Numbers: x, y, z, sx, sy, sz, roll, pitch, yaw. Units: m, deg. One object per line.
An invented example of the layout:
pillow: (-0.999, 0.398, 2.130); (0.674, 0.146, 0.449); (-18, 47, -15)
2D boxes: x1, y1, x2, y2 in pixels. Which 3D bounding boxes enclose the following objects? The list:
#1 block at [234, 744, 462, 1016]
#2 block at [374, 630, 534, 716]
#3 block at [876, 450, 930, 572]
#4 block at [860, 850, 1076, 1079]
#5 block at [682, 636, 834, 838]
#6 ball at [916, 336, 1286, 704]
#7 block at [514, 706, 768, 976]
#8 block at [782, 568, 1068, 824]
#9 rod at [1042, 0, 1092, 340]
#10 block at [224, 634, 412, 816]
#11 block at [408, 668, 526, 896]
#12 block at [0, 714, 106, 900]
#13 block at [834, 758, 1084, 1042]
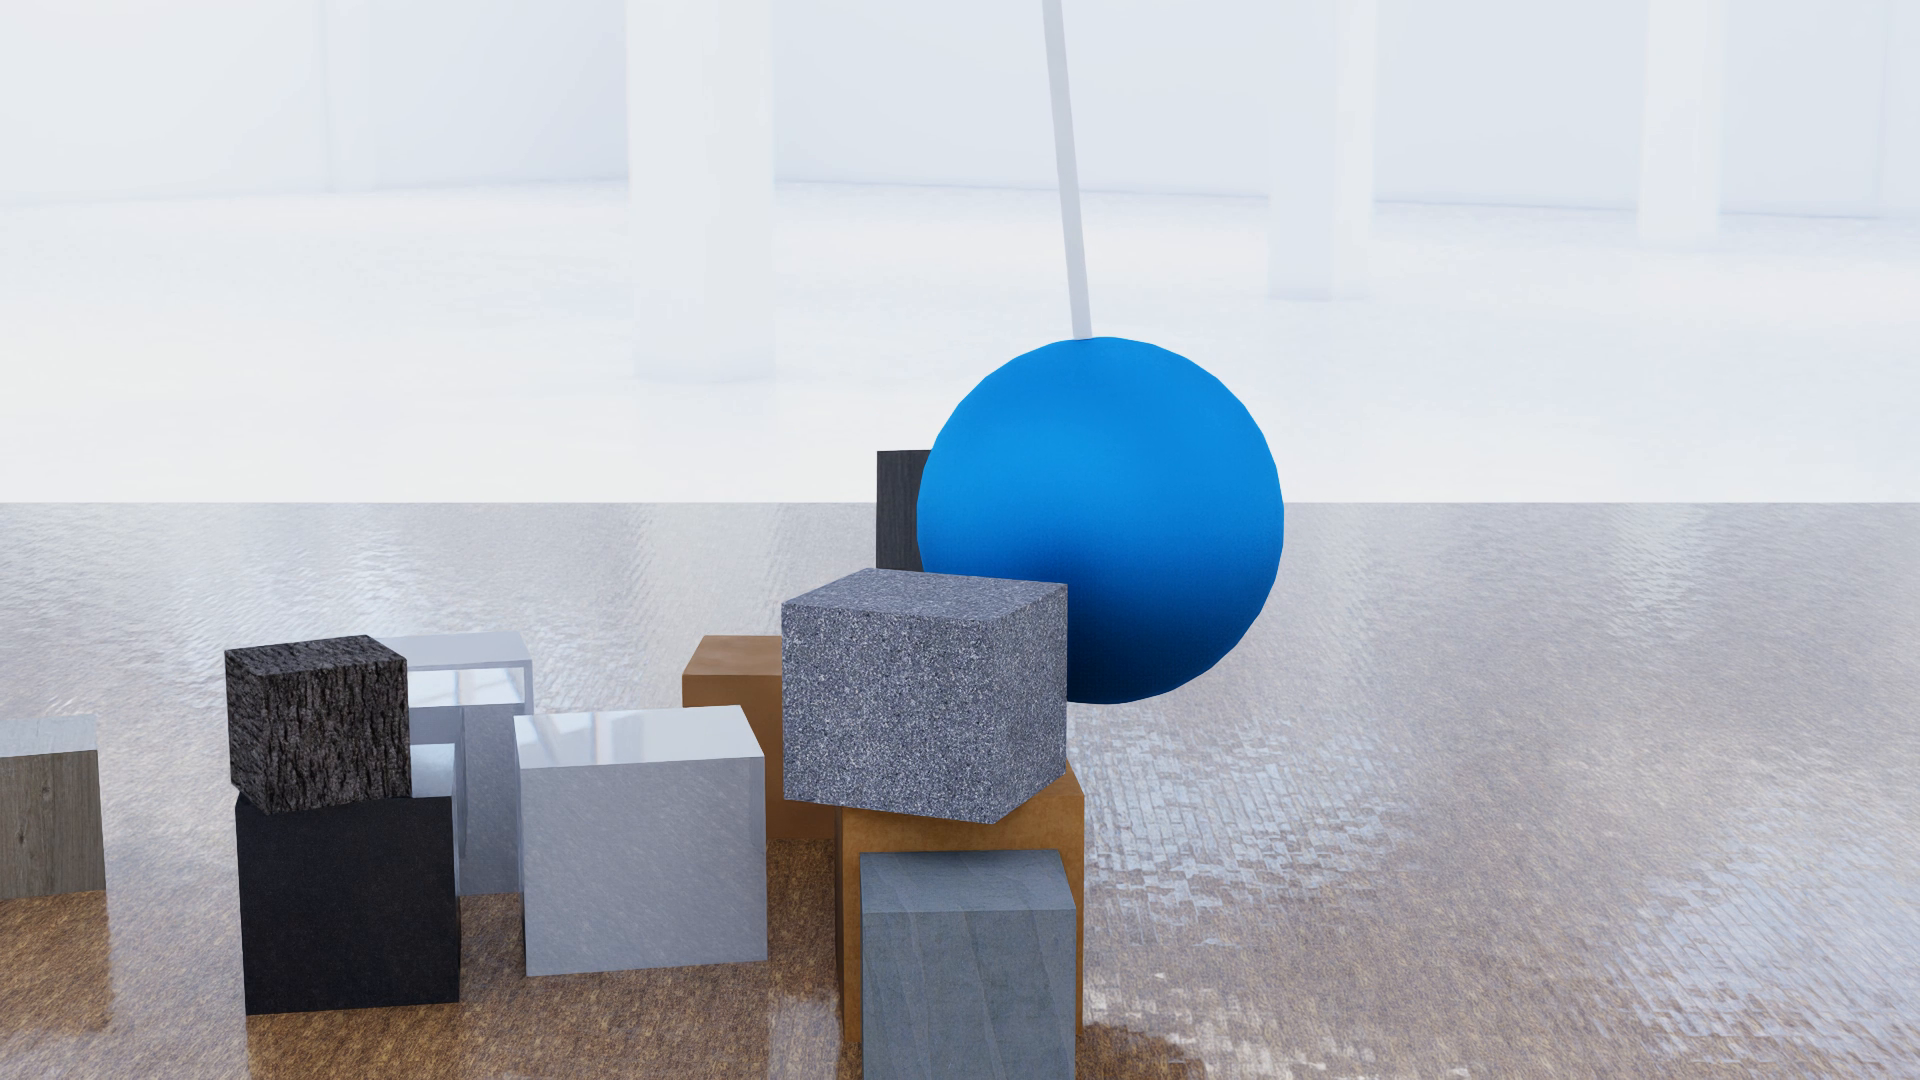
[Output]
block: (-2.377, 1.312, 10.063); (0.792, 0.819, 0.784); (-2, 10, -10)
block: (-2.488, 0.898, 12.536); (0.742, 0.749, 0.676); (-3, 11, -15)
block: (0.026, -0.136, 13.023); (0.693, 0.615, 0.600); (0, -2, 29)
block: (0.015, 1.545, 9.046); (0.722, 0.723, 0.683); (-1, 10, -3)
block: (-0.886, 0.929, 12.277); (0.768, 0.780, 0.846); (0, 10, 1)
ball: (0.609, -0.084, 11.165); (1.600, 1.600, 1.600); (0, 10, 0)
block: (-1.323, 1.213, 10.534); (0.953, 0.845, 0.851); (-2, 11, -11)
block: (-0.120, 0.550, 9.395); (0.819, 0.724, 0.727); (4, 11, 22)
rod: (0.264, -3.412, 10.560); (0.080, 5.200, 0.080); (-6, 10, 1)
block: (-2.435, 0.690, 9.727); (0.552, 0.525, 0.497); (-6, 12, -30)
block: (-2.320, 1.066, 11.338); (0.802, 0.845, 0.676); (-2, 10, -10)
block: (-4.166, 1.178, 11.328); (0.703, 0.629, 0.670); (-4, 11, -19)
block: (-0.024, 1.303, 9.837); (0.881, 0.916, 0.938); (-1, 10, -5)
